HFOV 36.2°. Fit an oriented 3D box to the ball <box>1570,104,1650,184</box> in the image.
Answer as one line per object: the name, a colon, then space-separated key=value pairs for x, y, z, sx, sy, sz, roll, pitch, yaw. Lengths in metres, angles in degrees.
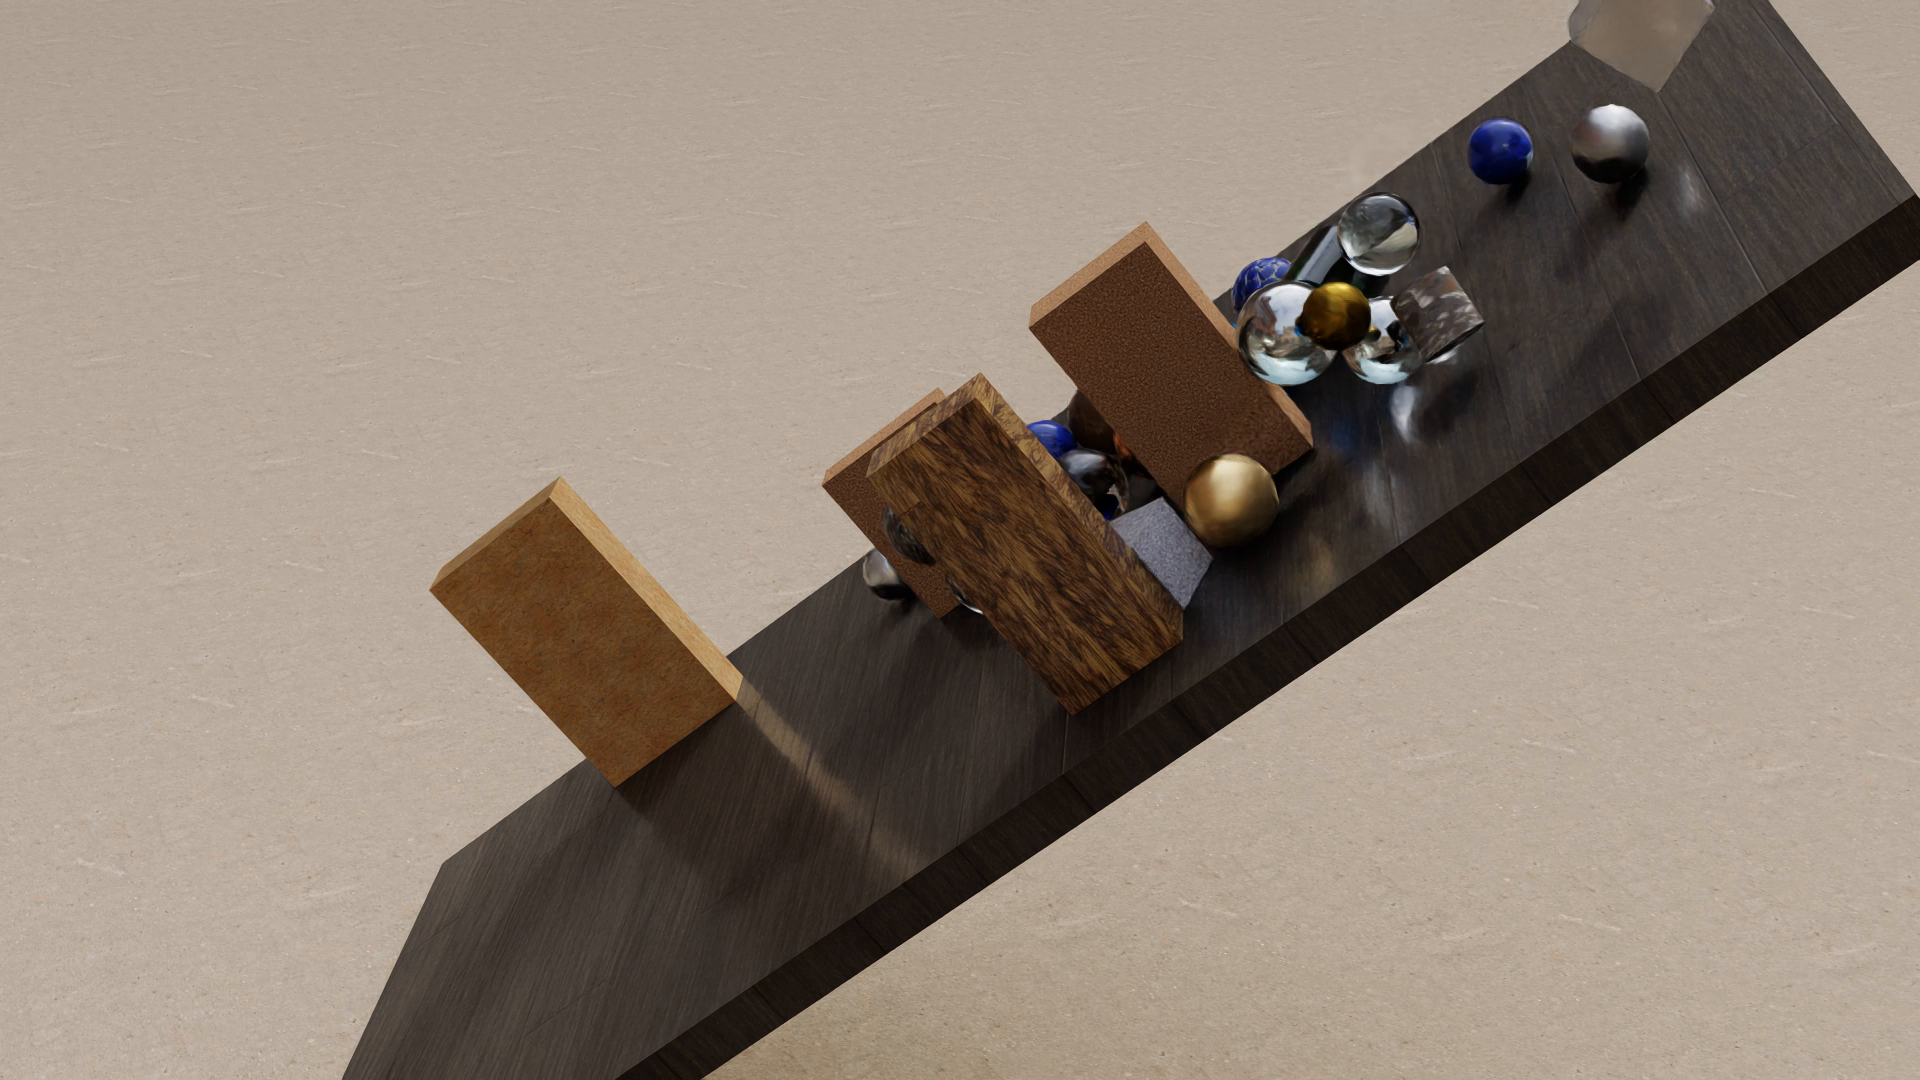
ball: x=1.273 y=-0.774 z=5.757 sx=0.153 sy=0.153 sz=0.153 roll=0 pitch=24 yaw=0

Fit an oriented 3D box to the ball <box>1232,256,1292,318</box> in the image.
ball: x=0.683 y=-0.531 z=6.440 sx=0.177 sy=0.177 sz=0.177 roll=0 pitch=24 yaw=0

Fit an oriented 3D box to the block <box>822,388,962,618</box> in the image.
block: x=-0.048 y=-0.079 z=6.508 sx=0.324 sy=0.407 sz=0.089 roll=-36 pitch=16 yaw=18

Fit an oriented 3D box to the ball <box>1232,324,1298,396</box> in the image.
ball: x=0.611 y=-0.359 z=6.109 sx=0.197 sy=0.197 sz=0.197 roll=0 pitch=24 yaw=0

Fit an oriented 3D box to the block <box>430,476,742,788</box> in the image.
block: x=-0.910 y=0.229 z=7.196 sx=0.400 sy=0.678 sz=0.134 roll=-36 pitch=16 yaw=18

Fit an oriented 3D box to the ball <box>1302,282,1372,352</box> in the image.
ball: x=0.710 y=-0.422 z=5.548 sx=0.131 sy=0.131 sz=0.131 roll=0 pitch=24 yaw=0

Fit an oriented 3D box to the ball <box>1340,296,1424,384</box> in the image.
ball: x=0.826 y=-0.388 z=5.727 sx=0.172 sy=0.172 sz=0.172 roll=0 pitch=24 yaw=0

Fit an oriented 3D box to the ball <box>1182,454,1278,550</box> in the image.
ball: x=0.514 y=-0.073 z=5.590 sx=0.182 sy=0.182 sz=0.182 roll=0 pitch=24 yaw=0

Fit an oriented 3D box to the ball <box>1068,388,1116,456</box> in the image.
ball: x=0.331 y=-0.279 z=6.567 sx=0.181 sy=0.181 sz=0.181 roll=0 pitch=24 yaw=0

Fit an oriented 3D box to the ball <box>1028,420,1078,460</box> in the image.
ball: x=0.189 y=-0.189 z=6.583 sx=0.157 sy=0.157 sz=0.157 roll=0 pitch=24 yaw=0

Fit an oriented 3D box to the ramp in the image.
ramp: x=0.121 y=0.185 z=6.339 sx=4.000 sy=0.100 sz=2.000 roll=-36 pitch=16 yaw=18

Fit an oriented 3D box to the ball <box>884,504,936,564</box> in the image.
ball: x=-0.069 y=-0.045 z=6.317 sx=0.193 sy=0.193 sz=0.193 roll=0 pitch=24 yaw=0

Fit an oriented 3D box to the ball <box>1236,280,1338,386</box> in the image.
ball: x=0.638 y=-0.402 z=5.715 sx=0.206 sy=0.206 sz=0.206 roll=0 pitch=24 yaw=0

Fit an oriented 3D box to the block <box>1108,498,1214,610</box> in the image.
block: x=0.353 y=0.051 z=5.667 sx=0.162 sy=0.162 sz=0.162 roll=-26 pitch=21 yaw=42

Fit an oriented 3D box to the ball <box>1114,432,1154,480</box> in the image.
ball: x=0.413 y=-0.214 z=6.218 sx=0.177 sy=0.177 sz=0.177 roll=0 pitch=24 yaw=0

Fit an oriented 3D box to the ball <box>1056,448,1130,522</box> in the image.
ball: x=0.266 y=-0.101 z=6.237 sx=0.187 sy=0.187 sz=0.187 roll=0 pitch=24 yaw=0

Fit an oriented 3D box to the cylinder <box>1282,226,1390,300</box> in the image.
cylinder: x=0.776 y=-0.525 z=6.178 sx=0.193 sy=0.193 sz=0.193 roll=13 pitch=47 yaw=28

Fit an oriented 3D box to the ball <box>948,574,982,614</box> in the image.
ball: x=0.070 y=0.064 z=6.240 sx=0.194 sy=0.194 sz=0.194 roll=0 pitch=24 yaw=0

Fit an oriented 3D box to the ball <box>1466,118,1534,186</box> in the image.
ball: x=1.141 y=-0.820 z=6.216 sx=0.140 sy=0.140 sz=0.140 roll=0 pitch=24 yaw=0

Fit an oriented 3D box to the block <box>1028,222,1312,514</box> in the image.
block: x=0.419 y=-0.324 z=5.829 sx=0.289 sy=0.538 sz=0.132 roll=-36 pitch=16 yaw=18

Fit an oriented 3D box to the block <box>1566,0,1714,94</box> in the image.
block: x=1.250 y=-0.966 z=5.414 sx=0.182 sy=0.182 sz=0.182 roll=29 pitch=23 yaw=-5

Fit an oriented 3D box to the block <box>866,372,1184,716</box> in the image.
block: x=0.125 y=0.011 z=5.480 sx=0.262 sy=0.610 sz=0.130 roll=-36 pitch=16 yaw=18

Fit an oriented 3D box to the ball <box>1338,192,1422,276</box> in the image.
ball: x=0.861 y=-0.629 z=6.036 sx=0.171 sy=0.171 sz=0.171 roll=0 pitch=24 yaw=0

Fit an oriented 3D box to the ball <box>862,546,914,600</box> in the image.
ball: x=-0.156 y=0.071 z=6.852 sx=0.140 sy=0.140 sz=0.140 roll=0 pitch=24 yaw=0

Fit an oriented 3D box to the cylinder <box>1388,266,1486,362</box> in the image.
cylinder: x=0.899 y=-0.427 z=5.544 sx=0.130 sy=0.130 sz=0.130 roll=-33 pitch=-8 yaw=-5
